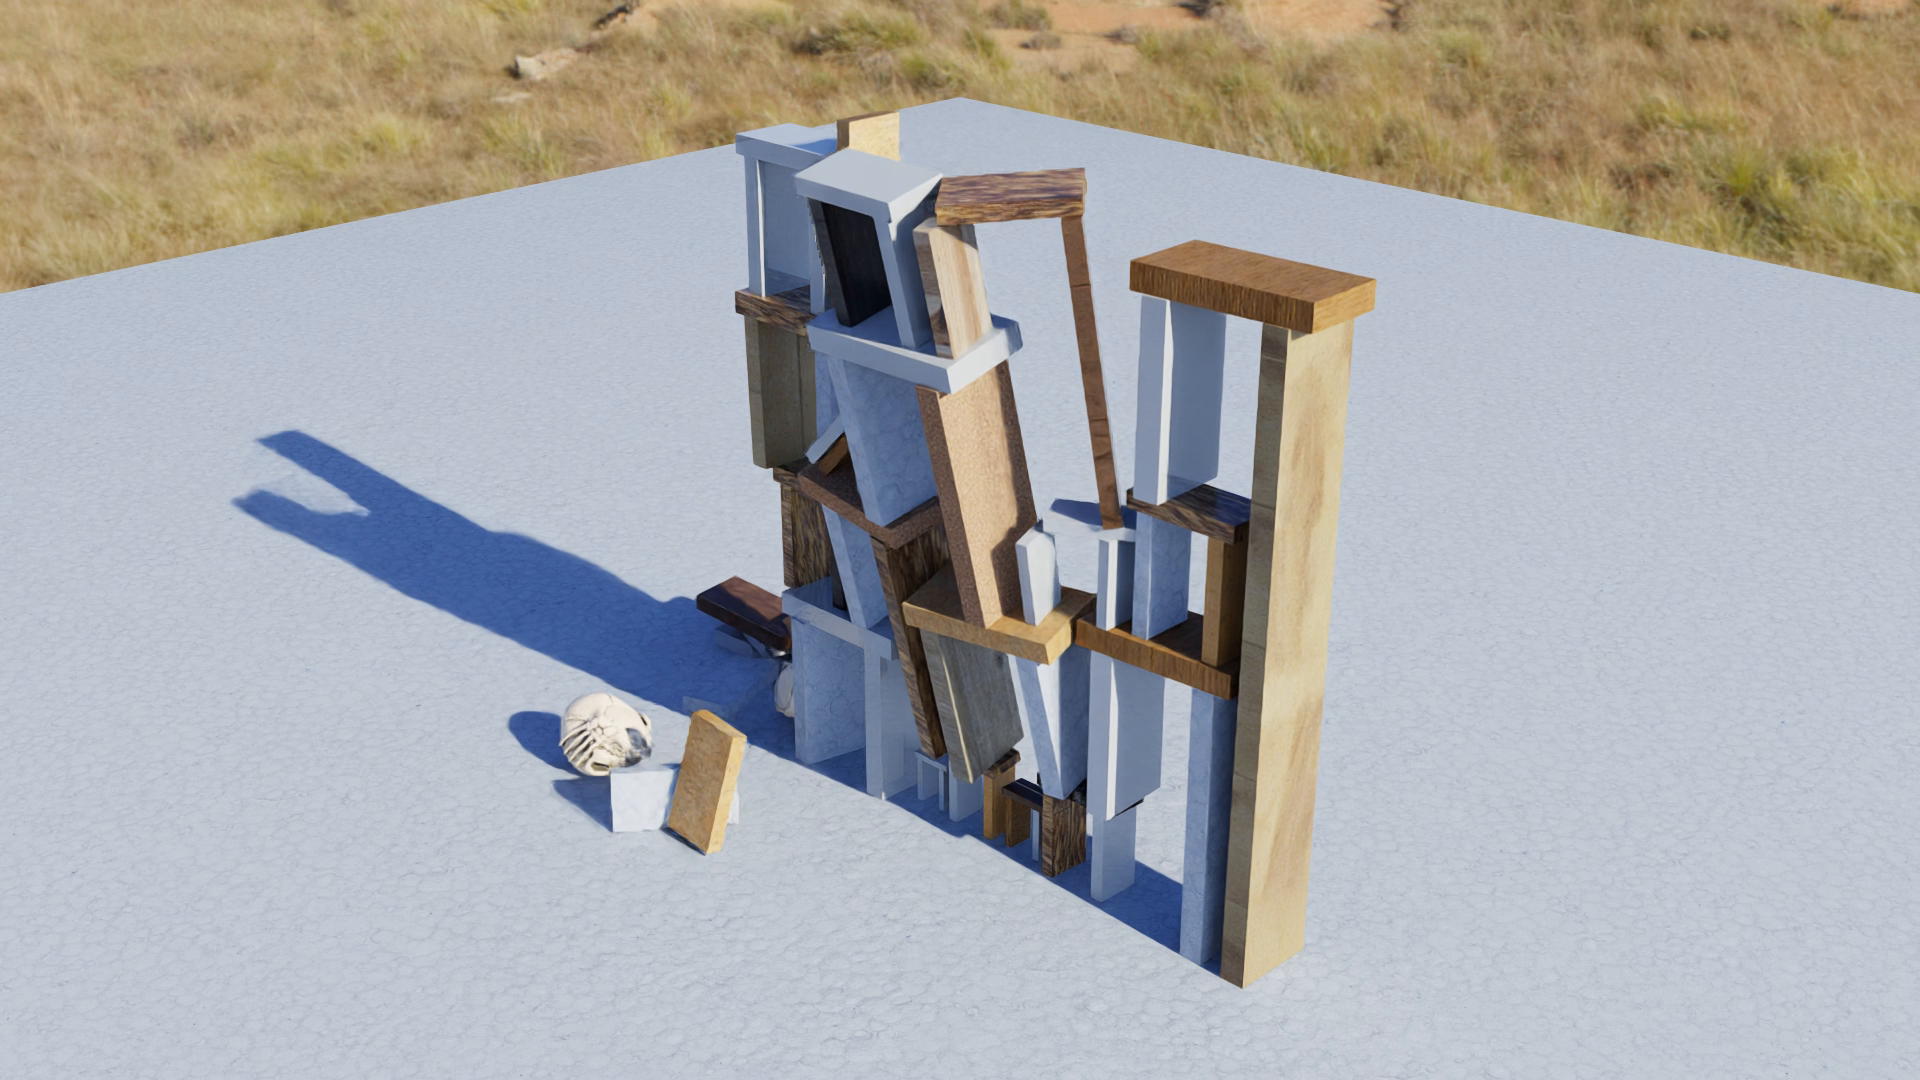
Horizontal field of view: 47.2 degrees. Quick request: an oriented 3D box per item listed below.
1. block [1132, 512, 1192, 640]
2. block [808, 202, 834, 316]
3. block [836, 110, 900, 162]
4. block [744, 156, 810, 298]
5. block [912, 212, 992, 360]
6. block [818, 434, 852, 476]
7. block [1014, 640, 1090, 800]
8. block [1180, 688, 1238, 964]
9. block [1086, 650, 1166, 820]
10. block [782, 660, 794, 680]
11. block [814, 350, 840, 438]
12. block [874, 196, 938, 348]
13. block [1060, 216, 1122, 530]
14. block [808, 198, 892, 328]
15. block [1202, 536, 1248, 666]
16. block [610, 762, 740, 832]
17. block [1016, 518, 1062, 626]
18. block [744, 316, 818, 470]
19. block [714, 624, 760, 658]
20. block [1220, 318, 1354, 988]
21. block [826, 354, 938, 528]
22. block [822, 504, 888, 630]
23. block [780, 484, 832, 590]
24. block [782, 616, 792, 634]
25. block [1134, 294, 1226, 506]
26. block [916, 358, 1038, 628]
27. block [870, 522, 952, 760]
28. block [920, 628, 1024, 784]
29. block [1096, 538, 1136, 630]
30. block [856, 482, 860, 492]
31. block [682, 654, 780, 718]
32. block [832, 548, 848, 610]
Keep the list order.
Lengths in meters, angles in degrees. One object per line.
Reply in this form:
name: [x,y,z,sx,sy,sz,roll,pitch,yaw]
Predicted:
block: [0.353,0.045,3.835,0.033,0.234,0.117,20,29,39]
block: [-0.225,-0.580,4.229,0.138,0.276,0.039,-21,31,-41]
block: [-0.168,-0.606,4.147,0.125,0.388,0.035,-21,29,-40]
block: [-0.356,-0.631,4.350,0.138,0.276,0.039,-21,31,-40]
block: [-0.011,-0.430,3.635,0.033,0.235,0.117,13,41,33]
block: [-0.201,-0.179,4.142,0.091,0.026,0.182,-33,-3,-25]
block: [0.193,0.302,4.068,0.046,0.327,0.163,14,41,35]
block: [0.473,0.484,3.921,0.047,0.546,0.166,21,31,40]
block: [0.304,0.329,4.013,0.047,0.332,0.166,19,29,37]
block: [-0.327,0.288,5.056,0.148,0.021,0.074,-12,26,-27]
block: [-0.210,-0.259,4.342,0.044,0.314,0.157,21,31,41]
block: [-0.067,-0.457,3.687,0.034,0.243,0.121,21,45,40]
block: [0.221,-0.294,3.690,0.033,0.581,0.117,-7,32,6]
block: [-0.179,-0.503,3.795,0.121,0.243,0.034,-34,38,-30]
block: [0.465,0.087,3.737,0.033,0.234,0.117,20,30,39]
block: [-0.569,0.511,4.393,0.249,0.125,0.035,-3,17,-7]
block: [0.140,0.057,3.906,0.024,0.175,0.085,17,42,31]
block: [-0.353,-0.316,4.478,0.157,0.314,0.044,-19,27,-37]
block: [-0.288,0.145,5.370,0.133,0.038,0.697,20,30,39]
block: [0.549,0.202,3.725,0.050,1.216,0.178,21,31,40]
block: [-0.122,-0.218,3.988,0.177,0.354,0.050,-32,37,-27]
block: [-0.175,0.008,4.348,0.044,0.310,0.155,22,46,40]
block: [-0.315,-0.023,4.563,0.114,0.228,0.032,-21,30,-40]
block: [-0.282,0.182,5.098,0.038,0.133,0.266,-34,-1,43]
block: [0.371,-0.254,3.701,0.050,0.356,0.178,19,29,37]
block: [0.043,-0.095,3.876,0.050,0.495,0.177,19,44,39]
block: [-0.047,0.178,4.246,0.155,0.514,0.044,-30,36,-25]
block: [0.025,0.273,4.212,0.046,0.370,0.163,19,44,39]
block: [0.279,0.067,3.868,0.024,0.169,0.085,21,31,40]
block: [-0.149,-0.170,4.081,0.091,0.182,0.026,-32,56,-27]
block: [-0.513,0.328,4.945,0.114,0.032,0.229,10,25,23]
block: [-0.208,0.019,4.464,0.032,0.228,0.114,21,31,40]
